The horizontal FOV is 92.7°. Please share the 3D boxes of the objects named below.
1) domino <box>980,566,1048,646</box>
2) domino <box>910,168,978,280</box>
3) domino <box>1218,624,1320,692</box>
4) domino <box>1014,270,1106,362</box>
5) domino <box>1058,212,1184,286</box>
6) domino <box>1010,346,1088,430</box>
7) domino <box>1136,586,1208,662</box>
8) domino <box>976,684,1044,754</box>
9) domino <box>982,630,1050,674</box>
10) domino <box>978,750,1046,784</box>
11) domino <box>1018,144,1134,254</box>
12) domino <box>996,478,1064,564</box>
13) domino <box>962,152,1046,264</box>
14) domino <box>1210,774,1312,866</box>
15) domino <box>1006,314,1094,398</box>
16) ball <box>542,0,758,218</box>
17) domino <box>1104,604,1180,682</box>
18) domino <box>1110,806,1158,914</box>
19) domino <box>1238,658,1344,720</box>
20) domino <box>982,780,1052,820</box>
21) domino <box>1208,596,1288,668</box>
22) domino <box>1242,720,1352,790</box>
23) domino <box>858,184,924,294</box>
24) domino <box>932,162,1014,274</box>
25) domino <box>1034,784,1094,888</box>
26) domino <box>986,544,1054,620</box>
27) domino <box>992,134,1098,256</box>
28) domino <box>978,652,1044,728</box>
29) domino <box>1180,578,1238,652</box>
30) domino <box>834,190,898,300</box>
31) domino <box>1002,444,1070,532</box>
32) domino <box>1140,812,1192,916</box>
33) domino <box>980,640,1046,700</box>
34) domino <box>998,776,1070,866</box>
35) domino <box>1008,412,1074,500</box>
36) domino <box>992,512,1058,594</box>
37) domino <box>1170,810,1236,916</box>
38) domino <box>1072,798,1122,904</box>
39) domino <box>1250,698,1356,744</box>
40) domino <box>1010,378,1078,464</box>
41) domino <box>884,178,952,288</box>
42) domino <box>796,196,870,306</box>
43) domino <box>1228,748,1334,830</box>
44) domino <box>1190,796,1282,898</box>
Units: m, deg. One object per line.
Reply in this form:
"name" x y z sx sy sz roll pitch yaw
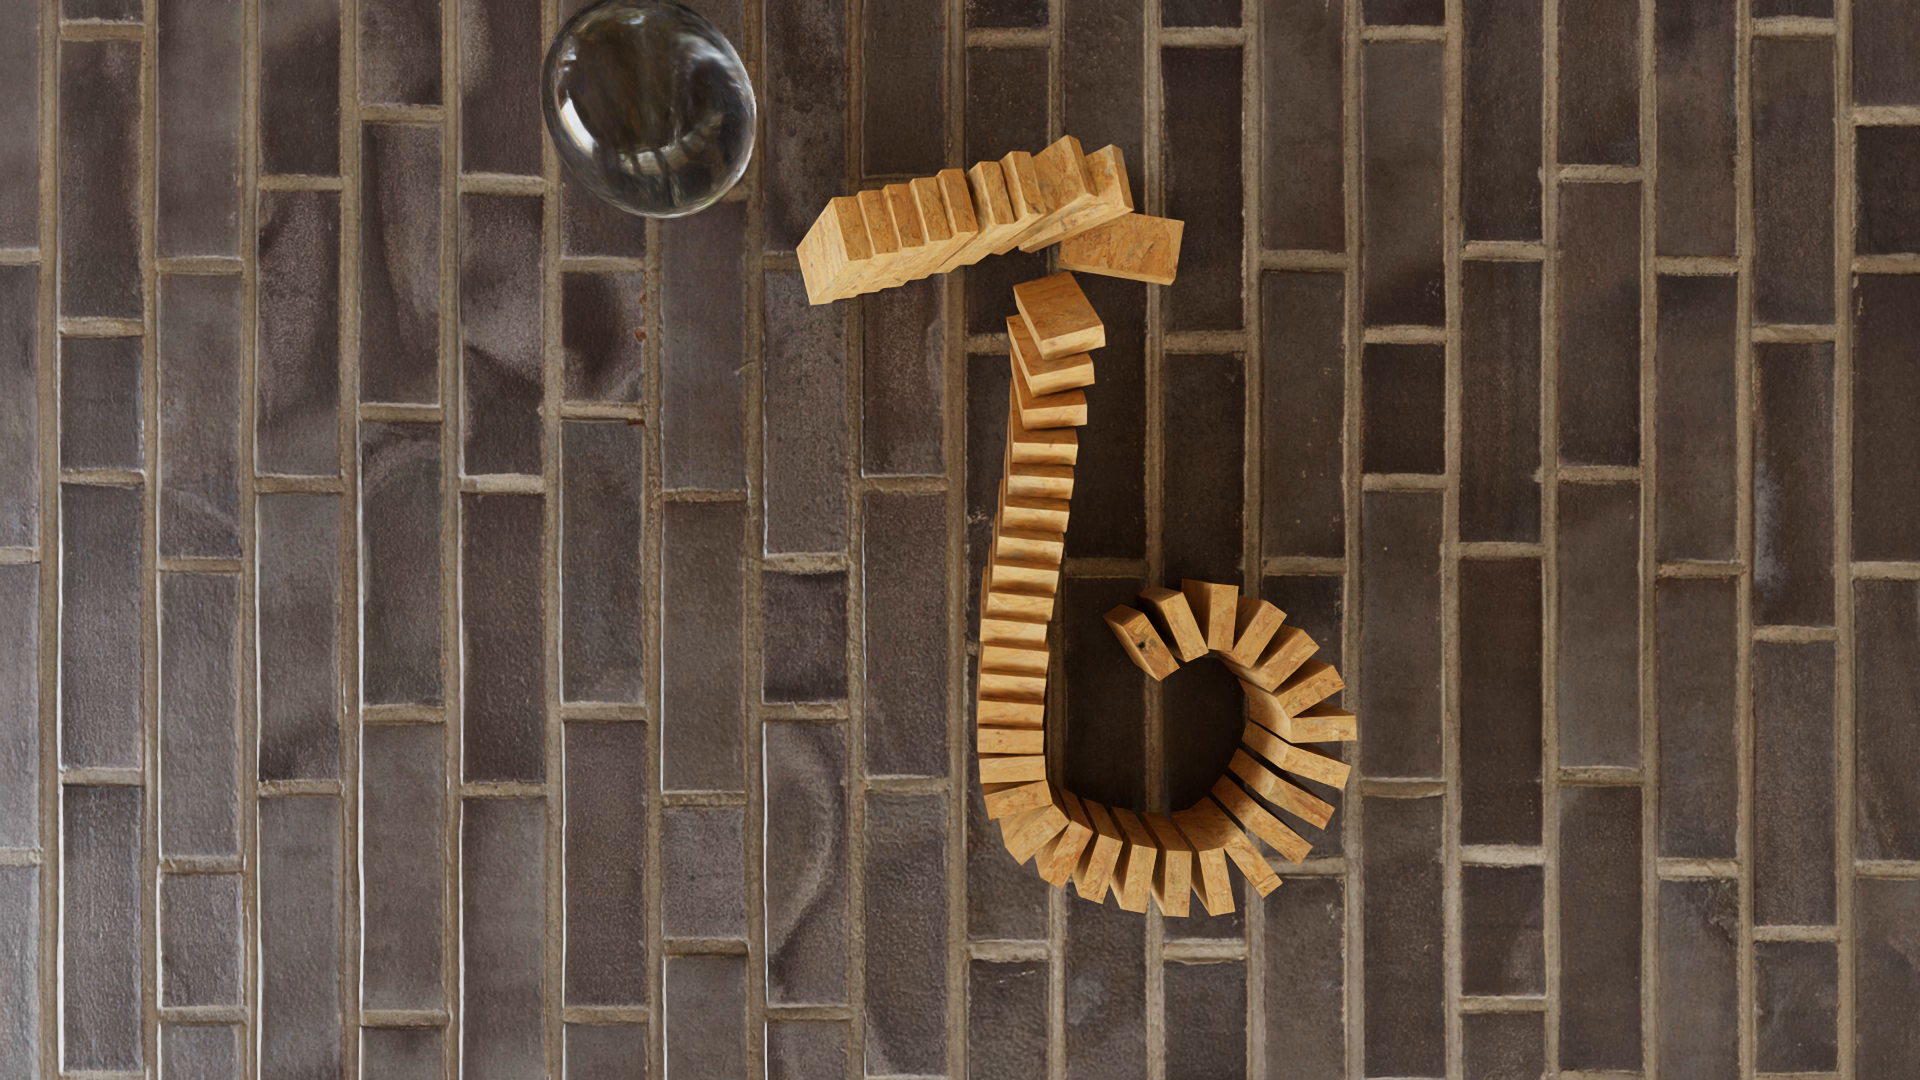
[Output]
"domino" 0.021 0.026 0.375 0.025 0.050 0.009 6 112 0
"domino" -0.011 -0.128 0.376 0.010 0.050 0.025 -14 90 -27
"domino" 0.125 0.046 0.375 0.025 0.050 0.010 -43 90 0
"domino" 0.040 -0.093 0.378 0.025 0.050 0.009 -15 132 0
"domino" 0.069 -0.127 0.395 0.050 0.010 0.025 9 90 0
"domino" 0.036 -0.065 0.378 0.025 0.050 0.010 -5 131 0
"domino" 0.086 0.033 0.375 0.009 0.050 0.025 -23 90 0
"domino" 0.020 0.072 0.375 0.025 0.050 0.009 2 101 0
"domino" 0.022 0.037 0.375 0.025 0.050 0.010 6 112 0
"domino" 0.020 0.085 0.375 0.025 0.050 0.010 -3 96 0
"domino" 0.045 -0.141 0.382 0.050 0.009 0.025 -12 90 36
"domino" 0.028 -0.009 0.376 0.025 0.050 0.010 6 120 0
"domino" 0.013 -0.135 0.377 0.009 0.050 0.025 -14 90 -35
"domino" 0.122 0.113 0.375 0.025 0.050 0.010 37 90 0
"domino" 0.037 -0.079 0.378 0.025 0.050 0.009 -13 132 0
"ball" -0.121 -0.169 0.360 0.080 0.080 0.080 0 90 0
"domino" 0.073 0.041 0.375 0.010 0.050 0.025 -33 90 0
"domino" 0.068 0.129 0.375 0.010 0.050 0.025 11 90 0
"domino" 0.134 0.058 0.375 0.025 0.050 0.009 -30 90 0
"domino" 0.022 0.098 0.375 0.025 0.050 0.009 -14 92 0
"domino" 0.114 0.036 0.375 0.009 0.050 0.025 34 90 0
"domino" 0.136 0.087 0.375 0.025 0.050 0.010 19 90 0
"domino" -0.032 -0.122 0.376 0.010 0.050 0.025 -14 90 -27
"domino" 0.001 -0.131 0.376 0.009 0.050 0.025 -14 90 -33
"domino" 0.040 0.120 0.375 0.009 0.050 0.025 29 90 -1
"domino" 0.024 0.016 0.375 0.025 0.050 0.010 6 112 0
"domino" 0.030 -0.142 0.380 0.050 0.009 0.025 -21 85 37
"domino" 0.020 0.060 0.375 0.025 0.050 0.009 4 107 0
"domino" 0.100 0.030 0.375 0.009 0.050 0.025 5 90 0
"domino" -0.042 -0.120 0.376 0.009 0.050 0.025 -14 90 -27
"domino" 0.031 -0.022 0.377 0.025 0.050 0.009 5 125 0
"domino" 0.083 0.131 0.375 0.009 0.050 0.025 3 90 0
"domino" 0.021 0.047 0.375 0.025 0.050 0.010 5 112 0
"domino" 0.029 0.112 0.375 0.025 0.050 0.010 -41 93 0
"domino" 0.032 -0.036 0.377 0.025 0.050 0.010 4 128 0
"domino" 0.026 0.004 0.375 0.025 0.050 0.009 6 116 0
"domino" 0.098 0.131 0.375 0.010 0.050 0.025 -11 90 0
"domino" 0.054 0.126 0.375 0.009 0.050 0.025 19 90 0
"domino" 0.139 0.072 0.375 0.025 0.050 0.009 -3 90 0
"domino" 0.034 -0.050 0.378 0.025 0.050 0.009 2 130 0
"domino" -0.022 -0.125 0.376 0.010 0.050 0.025 -14 90 -27
"domino" -0.053 -0.117 0.376 0.010 0.050 0.025 -14 90 -27
"domino" 0.130 0.101 0.375 0.025 0.050 0.009 28 90 0
"domino" 0.112 0.124 0.375 0.009 0.050 0.025 -38 90 0
